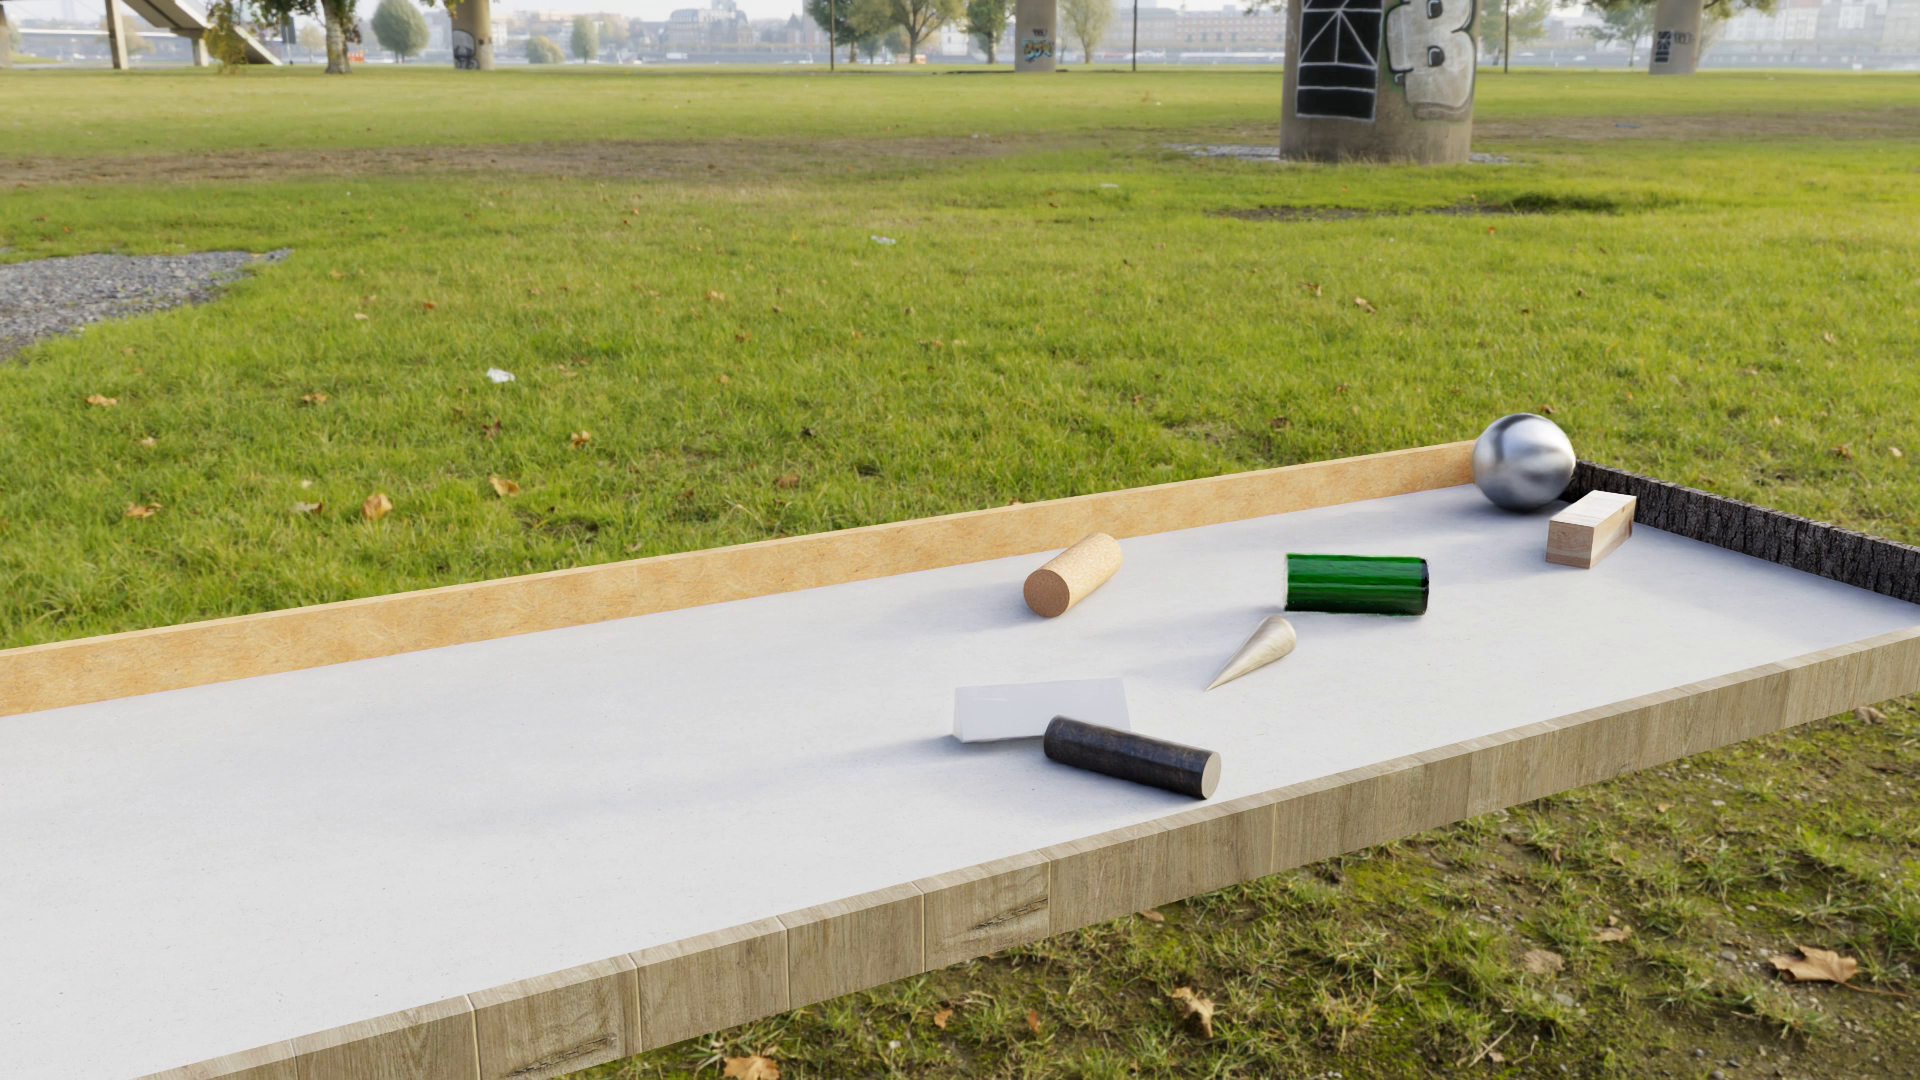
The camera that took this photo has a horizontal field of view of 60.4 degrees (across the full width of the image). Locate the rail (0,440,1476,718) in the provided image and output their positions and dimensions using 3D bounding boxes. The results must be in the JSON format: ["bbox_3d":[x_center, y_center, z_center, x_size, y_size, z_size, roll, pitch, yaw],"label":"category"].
[{"bbox_3d":[-3.305,0.497,3.399,12.000,0.150,0.050,-9,18,-27],"label":"rail"}]

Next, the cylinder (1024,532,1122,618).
[{"bbox_3d":[0.331,0.097,4.773,0.142,0.142,0.409,8,18,25],"label":"cylinder"}]

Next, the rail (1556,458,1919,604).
[{"bbox_3d":[2.466,-0.048,5.253,0.050,0.150,2.100,-9,18,-27],"label":"rail"}]

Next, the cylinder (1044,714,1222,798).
[{"bbox_3d":[0.372,0.468,3.585,0.381,0.100,0.100,10,19,31],"label":"cylinder"}]

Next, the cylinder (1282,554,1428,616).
[{"bbox_3d":[1.109,0.126,4.639,0.381,0.161,0.161,2,16,6],"label":"cylinder"}]

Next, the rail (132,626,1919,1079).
[{"bbox_3d":[-2.336,1.006,1.665,12.000,0.150,0.050,-9,18,-27],"label":"rail"}]

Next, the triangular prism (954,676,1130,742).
[{"bbox_3d":[0.185,0.382,3.787,0.390,0.116,0.134,-3,3,-9],"label":"triangular prism"}]

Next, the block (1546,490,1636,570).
[{"bbox_3d":[2.007,-0.037,5.240,0.135,0.135,0.450,12,20,35],"label":"block"}]

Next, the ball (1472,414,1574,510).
[{"bbox_3d":[1.935,-0.268,5.671,0.336,0.336,0.336,0,16,0],"label":"ball"}]

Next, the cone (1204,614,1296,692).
[{"bbox_3d":[0.713,0.313,4.190,0.116,0.116,0.356,14,30,39],"label":"cone"}]
